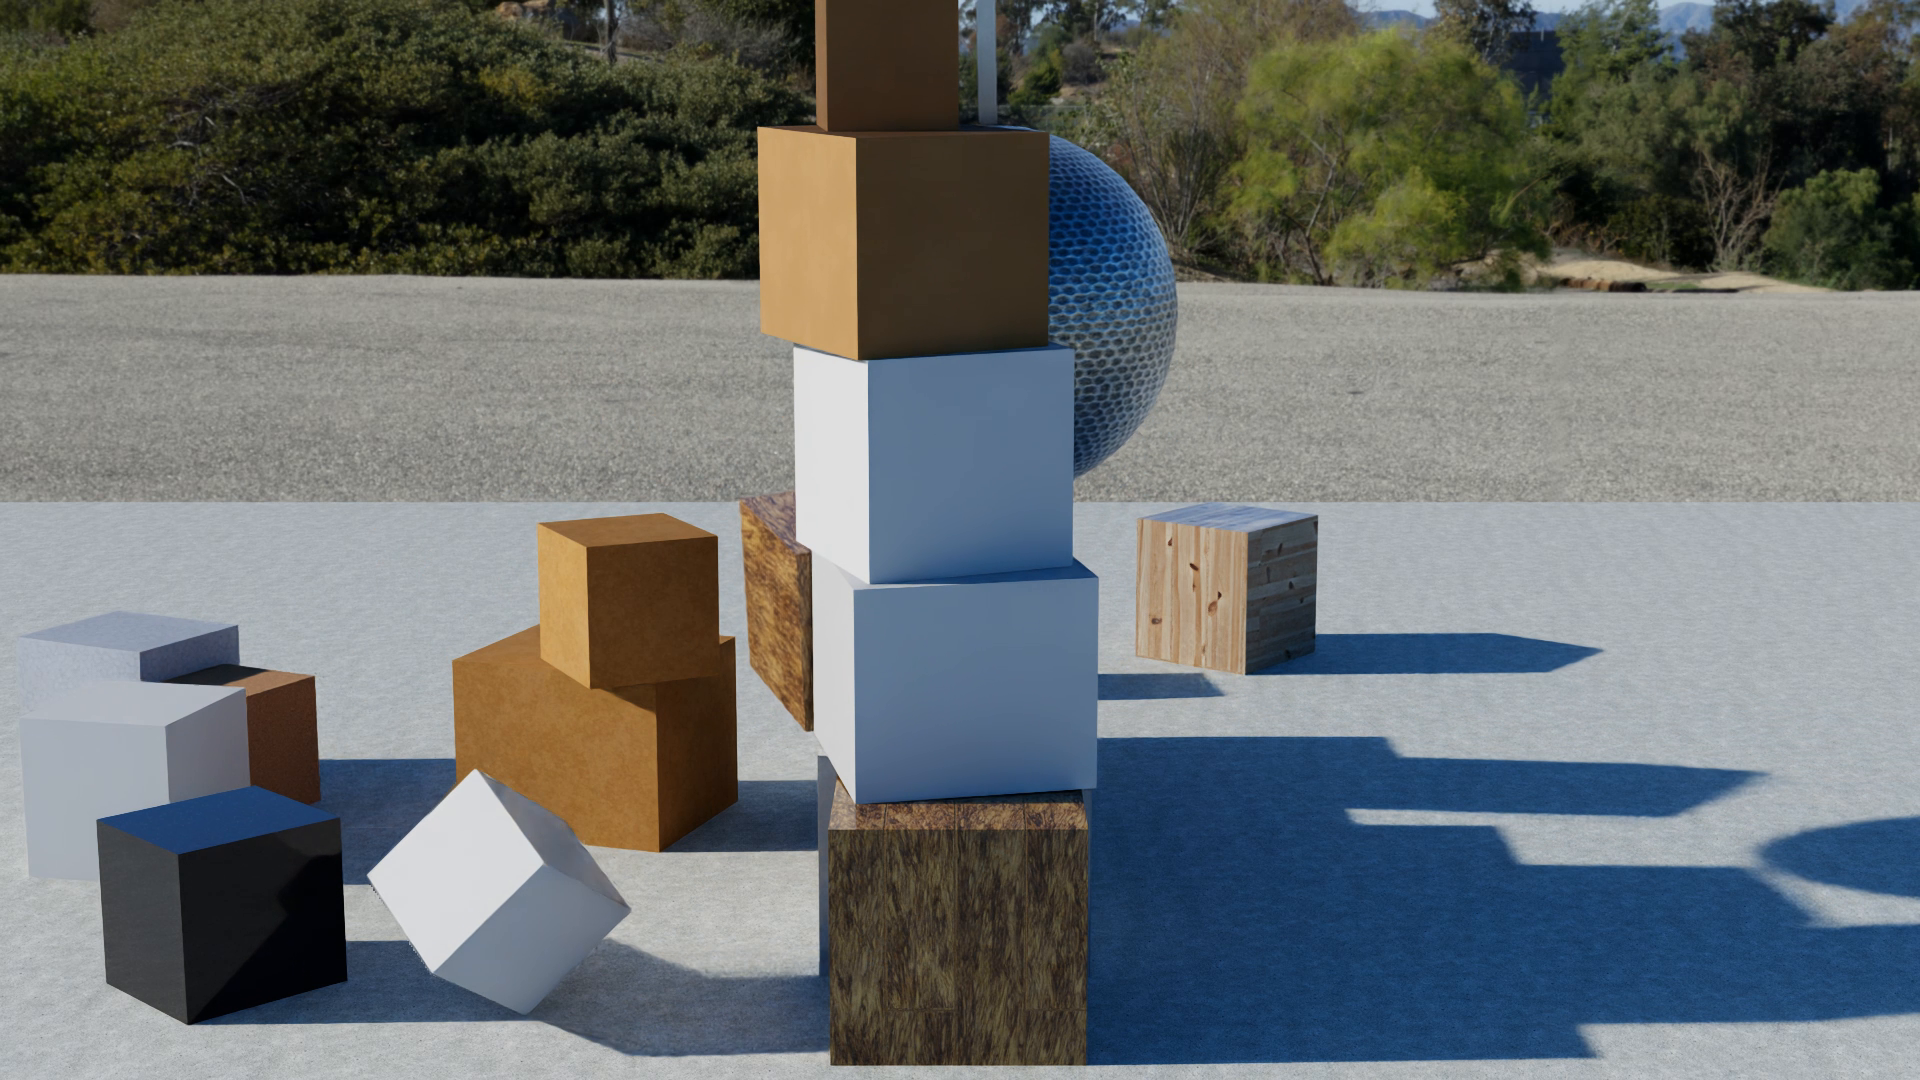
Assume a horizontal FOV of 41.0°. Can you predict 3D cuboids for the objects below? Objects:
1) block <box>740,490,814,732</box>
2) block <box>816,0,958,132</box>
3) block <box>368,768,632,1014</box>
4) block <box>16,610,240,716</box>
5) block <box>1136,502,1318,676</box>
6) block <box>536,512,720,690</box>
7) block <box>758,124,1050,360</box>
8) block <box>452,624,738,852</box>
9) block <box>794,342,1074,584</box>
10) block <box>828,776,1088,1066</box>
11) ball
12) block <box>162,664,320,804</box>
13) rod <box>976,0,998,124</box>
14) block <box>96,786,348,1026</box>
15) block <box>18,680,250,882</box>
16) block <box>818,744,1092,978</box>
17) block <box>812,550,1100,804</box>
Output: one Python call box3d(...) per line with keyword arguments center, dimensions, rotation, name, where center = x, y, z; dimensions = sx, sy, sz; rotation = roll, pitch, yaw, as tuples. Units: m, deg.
box3d(center=(-0.437, 0.249, 10.693), dimensions=(0.724, 0.753, 0.825), rotation=(-8, 19, -19), name="block")
box3d(center=(-0.278, -1.788, 9.571), dimensions=(0.482, 0.492, 0.511), rotation=(-2, 12, -7), name="block")
box3d(center=(-1.715, 1.319, 9.584), dimensions=(0.529, 0.565, 0.615), rotation=(46, 1, 35), name="block")
box3d(center=(-4.103, 0.839, 12.726), dimensions=(0.788, 0.796, 0.689), rotation=(5, 11, 25), name="block")
box3d(center=(1.626, 0.279, 15.638), dimensions=(0.790, 0.856, 0.791), rotation=(8, 13, 38), name="block")
box3d(center=(-1.517, 0.266, 11.715), dimensions=(0.617, 0.639, 0.695), rotation=(-5, 12, -27), name="block")
box3d(center=(-0.219, -1.136, 9.564), dimensions=(0.779, 0.780, 0.853), rotation=(-6, 14, -27), name="block")
box3d(center=(-1.720, 0.917, 12.219), dimensions=(1.036, 0.823, 0.895), rotation=(3, 11, 18), name="block")
box3d(center=(-0.109, -0.349, 9.695), dimensions=(0.808, 0.815, 0.815), rotation=(-5, 13, -22), name="block")
box3d(center=(-0.006, 1.371, 9.570), dimensions=(0.917, 0.879, 0.916), rotation=(0, 10, 0), name="block")
box3d(center=(0.137, -0.973, 11.004), dimensions=(1.600, 1.600, 1.600), rotation=(0, 10, 0), name="ball")
box3d(center=(-3.515, 0.988, 12.382), dimensions=(0.576, 0.626, 0.568), rotation=(5, 12, 27), name="block")
box3d(center=(0.059, -4.317, 10.395), dimensions=(0.080, 5.200, 0.080), rotation=(-1, 10, 0), name="rod")
box3d(center=(-2.871, 1.404, 9.989), dimensions=(0.684, 0.664, 0.640), rotation=(-10, 14, -44), name="block")
box3d(center=(-3.704, 1.084, 11.576), dimensions=(0.704, 0.725, 0.726), rotation=(2, 11, 12), name="block")
box3d(center=(-0.017, 1.187, 10.528), dimensions=(1.066, 0.898, 1.026), rotation=(0, 10, 0), name="block")
box3d(center=(-0.038, 0.454, 9.813), dimensions=(0.911, 0.804, 0.944), rotation=(-3, 12, -12), name="block")
